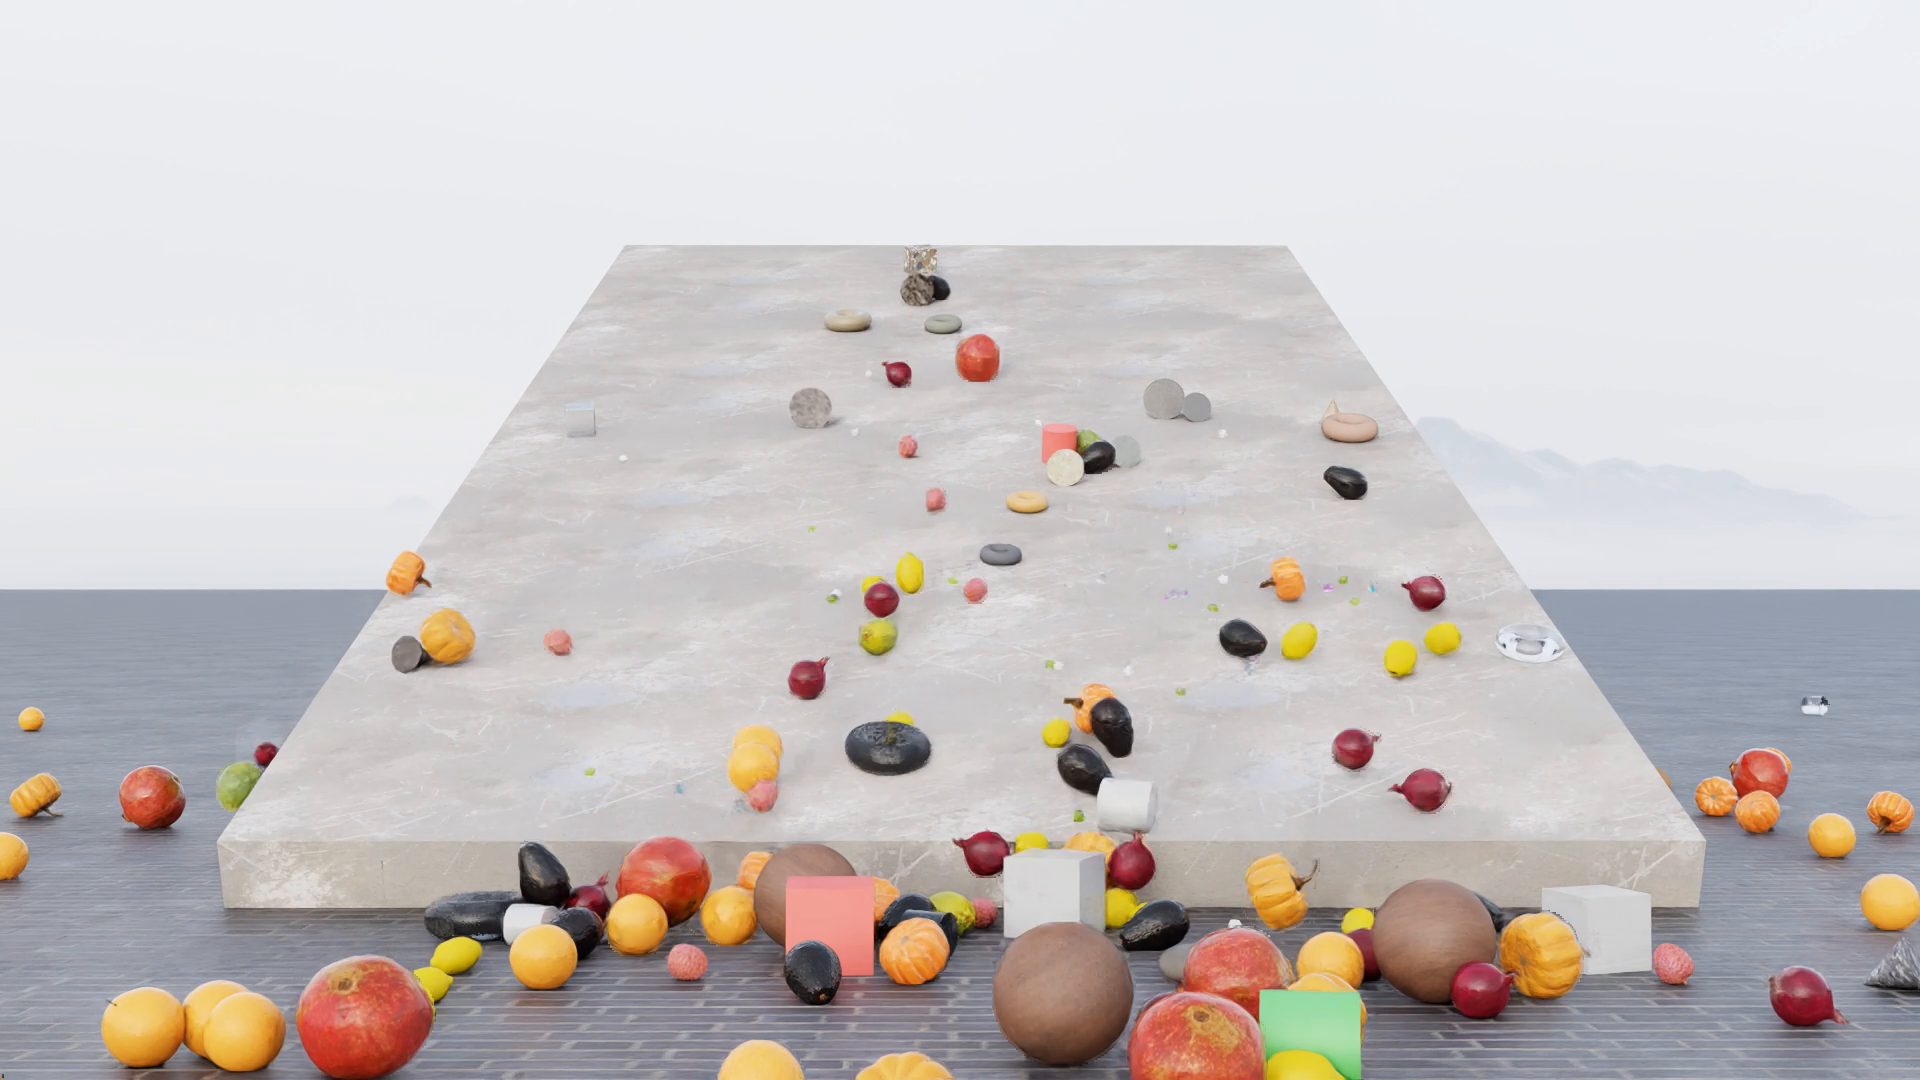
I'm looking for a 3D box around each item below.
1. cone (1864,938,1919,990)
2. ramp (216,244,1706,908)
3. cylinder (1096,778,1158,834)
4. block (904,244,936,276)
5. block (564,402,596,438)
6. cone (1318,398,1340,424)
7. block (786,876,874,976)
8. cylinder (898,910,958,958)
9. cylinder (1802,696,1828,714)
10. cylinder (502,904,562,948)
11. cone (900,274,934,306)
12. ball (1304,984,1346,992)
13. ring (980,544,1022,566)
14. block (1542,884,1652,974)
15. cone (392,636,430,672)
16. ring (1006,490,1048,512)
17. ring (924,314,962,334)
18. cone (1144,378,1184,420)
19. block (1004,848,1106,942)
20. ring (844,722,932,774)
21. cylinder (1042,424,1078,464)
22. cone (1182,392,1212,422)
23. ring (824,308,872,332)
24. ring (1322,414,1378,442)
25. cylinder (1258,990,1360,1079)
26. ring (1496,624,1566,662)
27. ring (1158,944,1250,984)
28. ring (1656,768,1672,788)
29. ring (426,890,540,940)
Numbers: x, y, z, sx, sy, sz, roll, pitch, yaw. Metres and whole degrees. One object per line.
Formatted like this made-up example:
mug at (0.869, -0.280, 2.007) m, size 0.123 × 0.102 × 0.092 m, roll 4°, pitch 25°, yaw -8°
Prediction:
cone at (1.013, 0.474, 2.455) m, size 0.061 × 0.061 × 0.061 m, roll -31°, pitch -16°, yaw 26°
ramp at (-0.004, -0.196, 4.929) m, size 2.000 × 0.100 × 4.000 m, roll 0°, pitch 19°, yaw 0°
cylinder at (0.226, 0.360, 3.043) m, size 0.069 × 0.069 × 0.069 m, roll 4°, pitch 0°, yaw 16°
block at (-0.113, -0.796, 6.408) m, size 0.076 × 0.076 × 0.076 m, roll -6°, pitch 20°, yaw -16°
block at (-0.820, -0.259, 4.861) m, size 0.061 × 0.061 × 0.061 m, roll -4°, pitch 19°, yaw -11°
cone at (0.819, -0.284, 4.945) m, size 0.058 × 0.058 × 0.058 m, roll 0°, pitch 19°, yaw 0°
block at (-0.149, 0.441, 2.575) m, size 0.098 × 0.098 × 0.098 m, roll 0°, pitch -1°, yaw -3°
cylinder at (-0.038, 0.464, 2.654) m, size 0.053 × 0.053 × 0.053 m, roll -1°, pitch -1°, yaw 27°
cylinder at (2.864, 0.554, 7.539) m, size 0.060 × 0.060 × 0.060 m, roll 1°, pitch -1°, yaw -41°
cylinder at (-0.519, 0.467, 2.728) m, size 0.051 × 0.051 × 0.051 m, roll 0°, pitch -1°, yaw 20°
cone at (-0.111, -0.662, 6.073) m, size 0.090 × 0.090 × 0.090 m, roll 0°, pitch -8°, yaw 5°
ball at (0.341, 0.449, 2.109) m, size 0.065 × 0.065 × 0.065 m, roll 0°, pitch -1°, yaw 0°
ring at (0.074, 0.026, 4.086) m, size 0.077 × 0.026 × 0.077 m, roll 1°, pitch 19°, yaw 0°
block at (0.731, 0.447, 2.587) m, size 0.086 × 0.086 × 0.086 m, roll 0°, pitch -1°, yaw -21°
cone at (-0.868, 0.186, 3.609) m, size 0.061 × 0.061 × 0.061 m, roll -1°, pitch -9°, yaw 28°
ring at (0.131, -0.074, 4.377) m, size 0.081 × 0.027 × 0.081 m, roll 1°, pitch 19°, yaw -1°
ring at (-0.043, -0.553, 5.765) m, size 0.097 × 0.032 × 0.097 m, roll -2°, pitch 22°, yaw 1°
cone at (0.456, -0.306, 5.034) m, size 0.093 × 0.093 × 0.093 m, roll 0°, pitch -8°, yaw 4°
block at (0.120, 0.445, 2.829) m, size 0.099 × 0.099 × 0.099 m, roll 0°, pitch -1°, yaw 22°
ring at (-0.104, 0.300, 3.260) m, size 0.126 × 0.042 × 0.126 m, roll 3°, pitch 19°, yaw -1°
cylinder at (0.206, -0.198, 4.668) m, size 0.072 × 0.072 × 0.072 m, roll 0°, pitch 19°, yaw 0°
cone at (0.516, -0.288, 4.999) m, size 0.067 × 0.067 × 0.067 m, roll 0°, pitch -8°, yaw -11°
ring at (-0.288, -0.565, 5.788) m, size 0.123 × 0.041 × 0.123 m, roll -1°, pitch 19°, yaw 0°
ring at (0.840, -0.242, 4.850) m, size 0.122 × 0.041 × 0.122 m, roll 0°, pitch 20°, yaw 0°
cylinder at (0.304, 0.435, 1.955) m, size 0.086 × 0.086 × 0.086 m, roll 0°, pitch -1°, yaw 10°
ring at (0.928, 0.167, 3.662) m, size 0.111 × 0.037 × 0.111 m, roll 1°, pitch 19°, yaw 0°
ring at (0.272, 0.472, 2.507) m, size 0.101 × 0.034 × 0.101 m, roll -1°, pitch 0°, yaw 0°
ring at (1.372, 0.491, 4.582) m, size 0.146 × 0.049 × 0.146 m, roll 2°, pitch 16°, yaw -1°
ring at (-0.596, 0.471, 2.821) m, size 0.146 × 0.049 × 0.146 m, roll -1°, pitch -2°, yaw 0°
